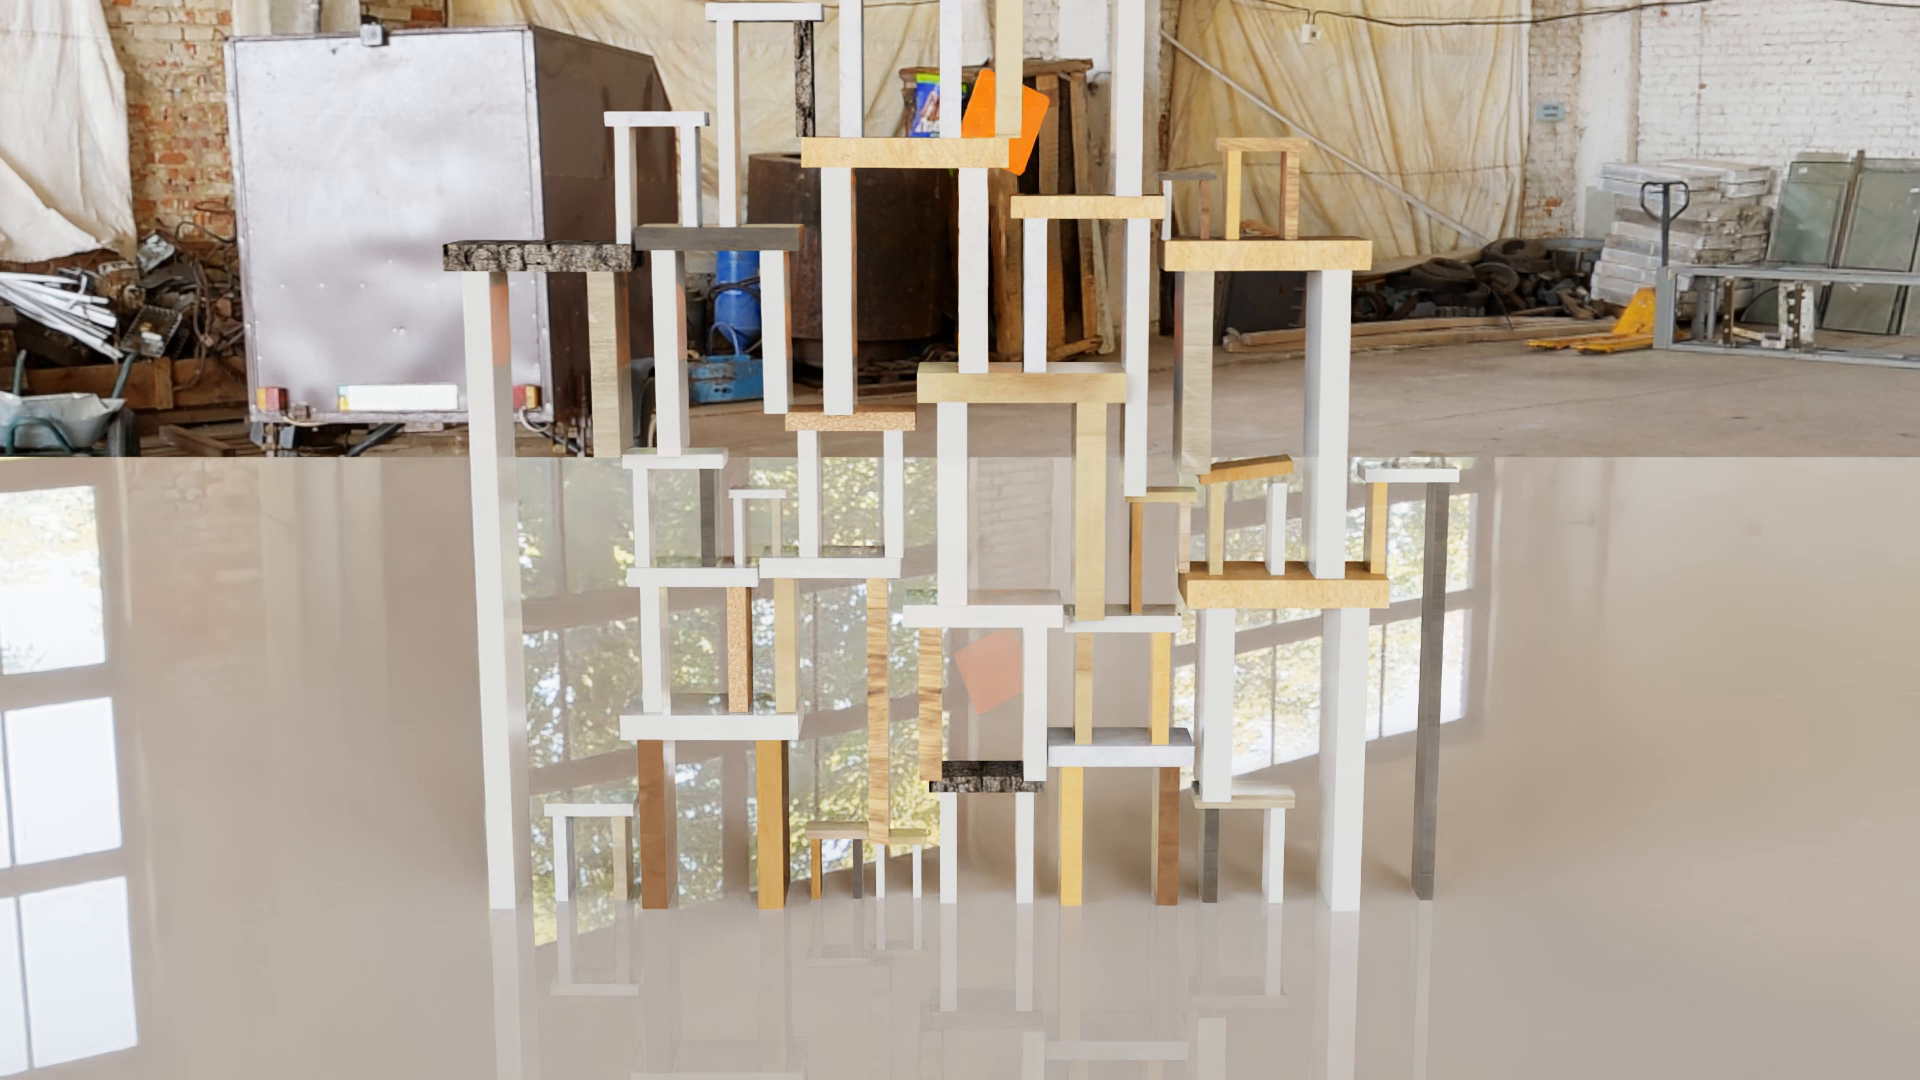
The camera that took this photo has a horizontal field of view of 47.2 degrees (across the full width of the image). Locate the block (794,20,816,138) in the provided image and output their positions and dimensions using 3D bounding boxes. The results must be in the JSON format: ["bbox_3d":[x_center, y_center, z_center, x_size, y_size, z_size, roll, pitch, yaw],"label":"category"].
[{"bbox_3d":[-0.242,-0.718,3.425,0.025,0.176,0.088,0,11,0],"label":"block"}]

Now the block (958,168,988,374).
[{"bbox_3d":[0.021,-0.430,3.477,0.045,0.317,0.158,0,11,0],"label":"block"}]

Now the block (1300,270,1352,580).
[{"bbox_3d":[0.587,-0.193,3.529,0.045,0.488,0.159,0,11,0],"label":"block"}]

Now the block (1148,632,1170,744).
[{"bbox_3d":[0.325,0.232,3.603,0.027,0.187,0.094,0,11,0],"label":"block"}]

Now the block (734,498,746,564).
[{"bbox_3d":[-0.356,-0.018,3.557,0.013,0.108,0.045,0,11,0],"label":"block"}]

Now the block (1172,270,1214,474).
[{"bbox_3d":[0.371,-0.275,3.514,0.045,0.319,0.159,0,11,0],"label":"block"}]

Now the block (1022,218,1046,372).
[{"bbox_3d":[0.118,-0.391,3.484,0.034,0.239,0.119,0,11,0],"label":"block"}]

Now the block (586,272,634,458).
[{"bbox_3d":[-0.557,-0.286,3.507,0.041,0.291,0.145,-1,11,0],"label":"block"}]

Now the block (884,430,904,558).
[{"bbox_3d":[-0.105,-0.082,3.542,0.029,0.204,0.102,0,11,0],"label":"block"}]

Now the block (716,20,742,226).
[{"bbox_3d":[-0.361,-0.650,3.437,0.025,0.313,0.088,0,11,0],"label":"block"}]

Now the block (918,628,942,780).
[{"bbox_3d":[-0.048,0.253,3.602,0.036,0.255,0.127,0,10,0],"label":"block"}]

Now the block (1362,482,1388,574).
[{"bbox_3d":[0.671,-0.026,3.559,0.021,0.149,0.075,0,11,0],"label":"block"}]

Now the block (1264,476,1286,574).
[{"bbox_3d":[0.510,-0.024,3.551,0.021,0.148,0.074,0,11,0],"label":"block"}]

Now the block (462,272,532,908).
[{"bbox_3d":[-0.750,0.080,3.575,0.041,1.037,0.145,0,11,0],"label":"block"}]

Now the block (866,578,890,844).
[{"bbox_3d":[-0.133,0.269,3.606,0.032,0.445,0.112,0,11,0],"label":"block"}]

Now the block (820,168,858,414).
[{"bbox_3d":[-0.190,-0.398,3.482,0.045,0.382,0.158,0,11,0],"label":"block"}]

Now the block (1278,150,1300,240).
[{"bbox_3d":[0.518,-0.544,3.462,0.019,0.137,0.068,0,11,0],"label":"block"}]

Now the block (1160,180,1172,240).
[{"bbox_3d":[0.324,-0.520,3.462,0.013,0.092,0.046,0,10,0],"label":"block"}]

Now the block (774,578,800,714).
[{"bbox_3d":[-0.281,0.160,3.586,0.032,0.223,0.112,0,11,0],"label":"block"}]

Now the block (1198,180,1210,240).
[{"bbox_3d":[0.384,-0.520,3.462,0.013,0.092,0.046,0,10,0],"label":"block"}]

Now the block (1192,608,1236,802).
[{"bbox_3d":[0.415,0.251,3.602,0.045,0.320,0.160,0,10,0],"label":"block"}]

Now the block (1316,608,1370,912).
[{"bbox_3d":[0.629,0.342,3.618,0.045,0.505,0.160,0,11,0],"label":"block"}]

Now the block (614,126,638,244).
[{"bbox_3d":[-0.524,-0.558,3.452,0.022,0.181,0.077,0,11,0],"label":"block"}]

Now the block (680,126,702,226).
[{"bbox_3d":[-0.421,-0.571,3.449,0.022,0.154,0.077,0,11,0],"label":"block"}]

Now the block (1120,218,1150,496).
[{"bbox_3d":[0.277,-0.294,3.501,0.034,0.436,0.119,0,11,0],"label":"block"}]

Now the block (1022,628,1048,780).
[{"bbox_3d":[0.122,0.253,3.602,0.036,0.255,0.127,0,11,0],"label":"block"}]

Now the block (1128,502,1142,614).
[{"bbox_3d":[0.285,0.024,3.569,0.016,0.182,0.058,0,11,0],"label":"block"}]

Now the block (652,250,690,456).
[{"bbox_3d":[-0.460,-0.302,3.503,0.036,0.323,0.127,0,11,0],"label":"block"}]

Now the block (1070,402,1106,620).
[{"bbox_3d":[0.206,-0.058,3.552,0.046,0.349,0.163,0,11,0],"label":"block"}]

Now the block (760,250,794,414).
[{"bbox_3d":[-0.291,-0.335,3.496,0.036,0.254,0.127,-1,11,0],"label":"block"}]

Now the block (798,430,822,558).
[{"bbox_3d":[-0.241,-0.082,3.543,0.029,0.204,0.102,0,11,0],"label":"block"}]

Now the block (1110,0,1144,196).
[{"bbox_3d":[0.260,-0.723,3.424,0.039,0.367,0.139,0,11,0],"label":"block"}]

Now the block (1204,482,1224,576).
[{"bbox_3d":[0.411,-0.024,3.551,0.021,0.148,0.074,0,11,0],"label":"block"}]

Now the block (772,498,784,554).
[{"bbox_3d":[-0.295,-0.027,3.556,0.013,0.091,0.045,0,11,1],"label":"block"}]

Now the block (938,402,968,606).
[{"bbox_3d":[-0.012,-0.069,3.551,0.046,0.327,0.163,0,11,0],"label":"block"}]

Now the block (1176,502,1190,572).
[{"bbox_3d":[0.362,-0.009,3.564,0.016,0.115,0.058,0,11,0],"label":"block"}]

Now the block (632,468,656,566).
[{"bbox_3d":[-0.509,-0.042,3.549,0.023,0.159,0.080,0,11,-1],"label":"block"}]

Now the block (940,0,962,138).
[{"bbox_3d":[-0.014,-0.743,3.421,0.033,0.230,0.115,0,11,0],"label":"block"}]

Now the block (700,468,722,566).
[{"bbox_3d":[-0.403,-0.042,3.548,0.023,0.159,0.080,0,11,0],"label":"block"}]

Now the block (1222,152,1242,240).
[{"bbox_3d":[0.427,-0.543,3.463,0.019,0.137,0.068,0,11,0],"label":"block"}]

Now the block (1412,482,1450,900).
[{"bbox_3d":[0.771,0.245,3.609,0.021,0.700,0.075,0,11,0],"label":"block"}]

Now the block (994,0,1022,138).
[{"bbox_3d":[0.075,-0.766,3.415,0.039,0.278,0.139,0,11,0],"label":"block"}]

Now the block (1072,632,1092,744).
[{"bbox_3d":[0.201,0.232,3.603,0.027,0.187,0.094,0,11,0],"label":"block"}]

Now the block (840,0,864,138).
[{"bbox_3d":[-0.168,-0.744,3.420,0.033,0.230,0.115,0,11,0],"label":"block"}]
